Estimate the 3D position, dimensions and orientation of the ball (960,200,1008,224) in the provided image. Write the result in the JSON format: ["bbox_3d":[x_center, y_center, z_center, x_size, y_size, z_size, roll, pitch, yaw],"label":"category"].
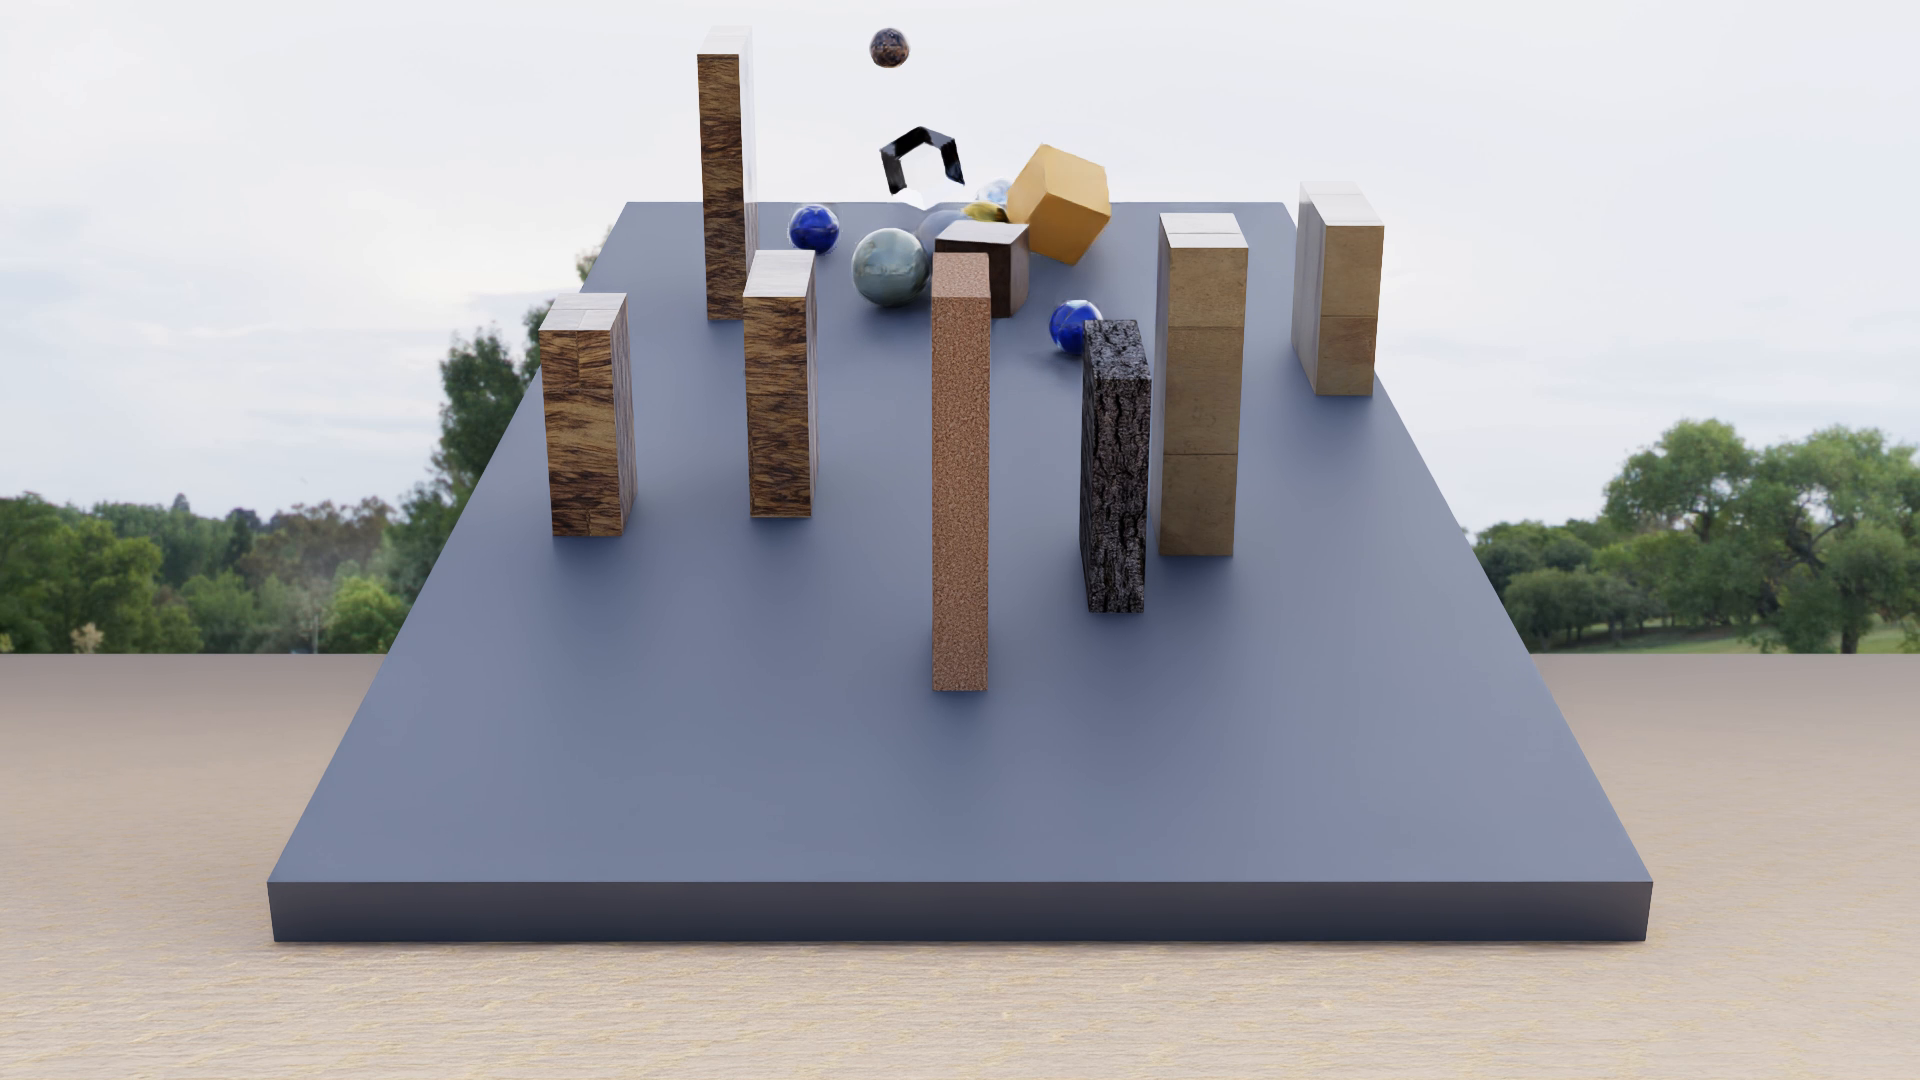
[{"bbox_3d":[0.064,-0.854,6.369,0.169,0.169,0.169,0,-3,0],"label":"ball"}]

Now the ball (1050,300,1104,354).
[{"bbox_3d":[0.285,-0.518,5.600,0.134,0.134,0.134,0,-3,0],"label":"ball"}]

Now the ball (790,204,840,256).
[{"bbox_3d":[-0.406,-0.867,6.432,0.141,0.141,0.141,0,-3,0],"label":"ball"}]

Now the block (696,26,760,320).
[{"bbox_3d":[-0.593,-0.952,5.938,0.103,0.674,0.403,0,22,0],"label":"block"}]

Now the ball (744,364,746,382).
[{"bbox_3d":[-0.433,-0.384,5.280,0.126,0.126,0.126,0,-3,0],"label":"ball"}]

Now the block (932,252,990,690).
[{"bbox_3d":[0.000,-0.114,3.887,0.093,0.690,0.263,0,22,0],"label":"block"}]

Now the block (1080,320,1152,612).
[{"bbox_3d":[0.285,-0.142,4.275,0.099,0.447,0.355,0,22,0],"label":"block"}]

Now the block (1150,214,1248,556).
[{"bbox_3d":[0.456,-0.301,4.446,0.142,0.611,0.250,0,22,0],"label":"block"}]

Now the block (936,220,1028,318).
[{"bbox_3d":[0.059,-0.703,5.963,0.197,0.197,0.197,6,23,14],"label":"block"}]

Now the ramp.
[{"bbox_3d":[-0.007,-0.223,5.188,2.000,0.100,4.000,0,22,0],"label":"ramp"}]

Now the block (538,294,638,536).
[{"bbox_3d":[-0.733,-0.251,4.567,0.135,0.422,0.249,0,22,0],"label":"block"}]

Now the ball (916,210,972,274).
[{"bbox_3d":[-0.030,-0.794,6.193,0.188,0.188,0.188,0,-3,0],"label":"ball"}]

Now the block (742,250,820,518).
[{"bbox_3d":[-0.361,-0.323,4.695,0.121,0.459,0.339,0,22,0],"label":"block"}]

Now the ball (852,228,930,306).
[{"bbox_3d":[-0.180,-0.705,5.961,0.203,0.203,0.203,0,-3,0],"label":"ball"}]

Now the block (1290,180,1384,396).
[{"bbox_3d":[0.889,-0.602,5.454,0.132,0.403,0.423,0,22,0],"label":"block"}]

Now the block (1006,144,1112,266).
[{"bbox_3d":[0.268,-0.915,6.287,0.201,0.201,0.201,17,-44,-23],"label":"block"}]

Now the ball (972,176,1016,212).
[{"bbox_3d":[0.125,-0.947,6.575,0.183,0.183,0.183,0,-3,0],"label":"ball"}]

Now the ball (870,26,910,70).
[{"bbox_3d":[-0.203,-1.419,6.641,0.119,0.119,0.119,0,-3,0],"label":"ball"}]

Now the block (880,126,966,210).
[{"bbox_3d":[-0.107,-1.057,6.543,0.154,0.154,0.154,-35,42,-25],"label":"block"}]

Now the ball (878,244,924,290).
[{"bbox_3d":[-0.158,-0.727,6.121,0.122,0.122,0.122,0,-3,0],"label":"ball"}]
